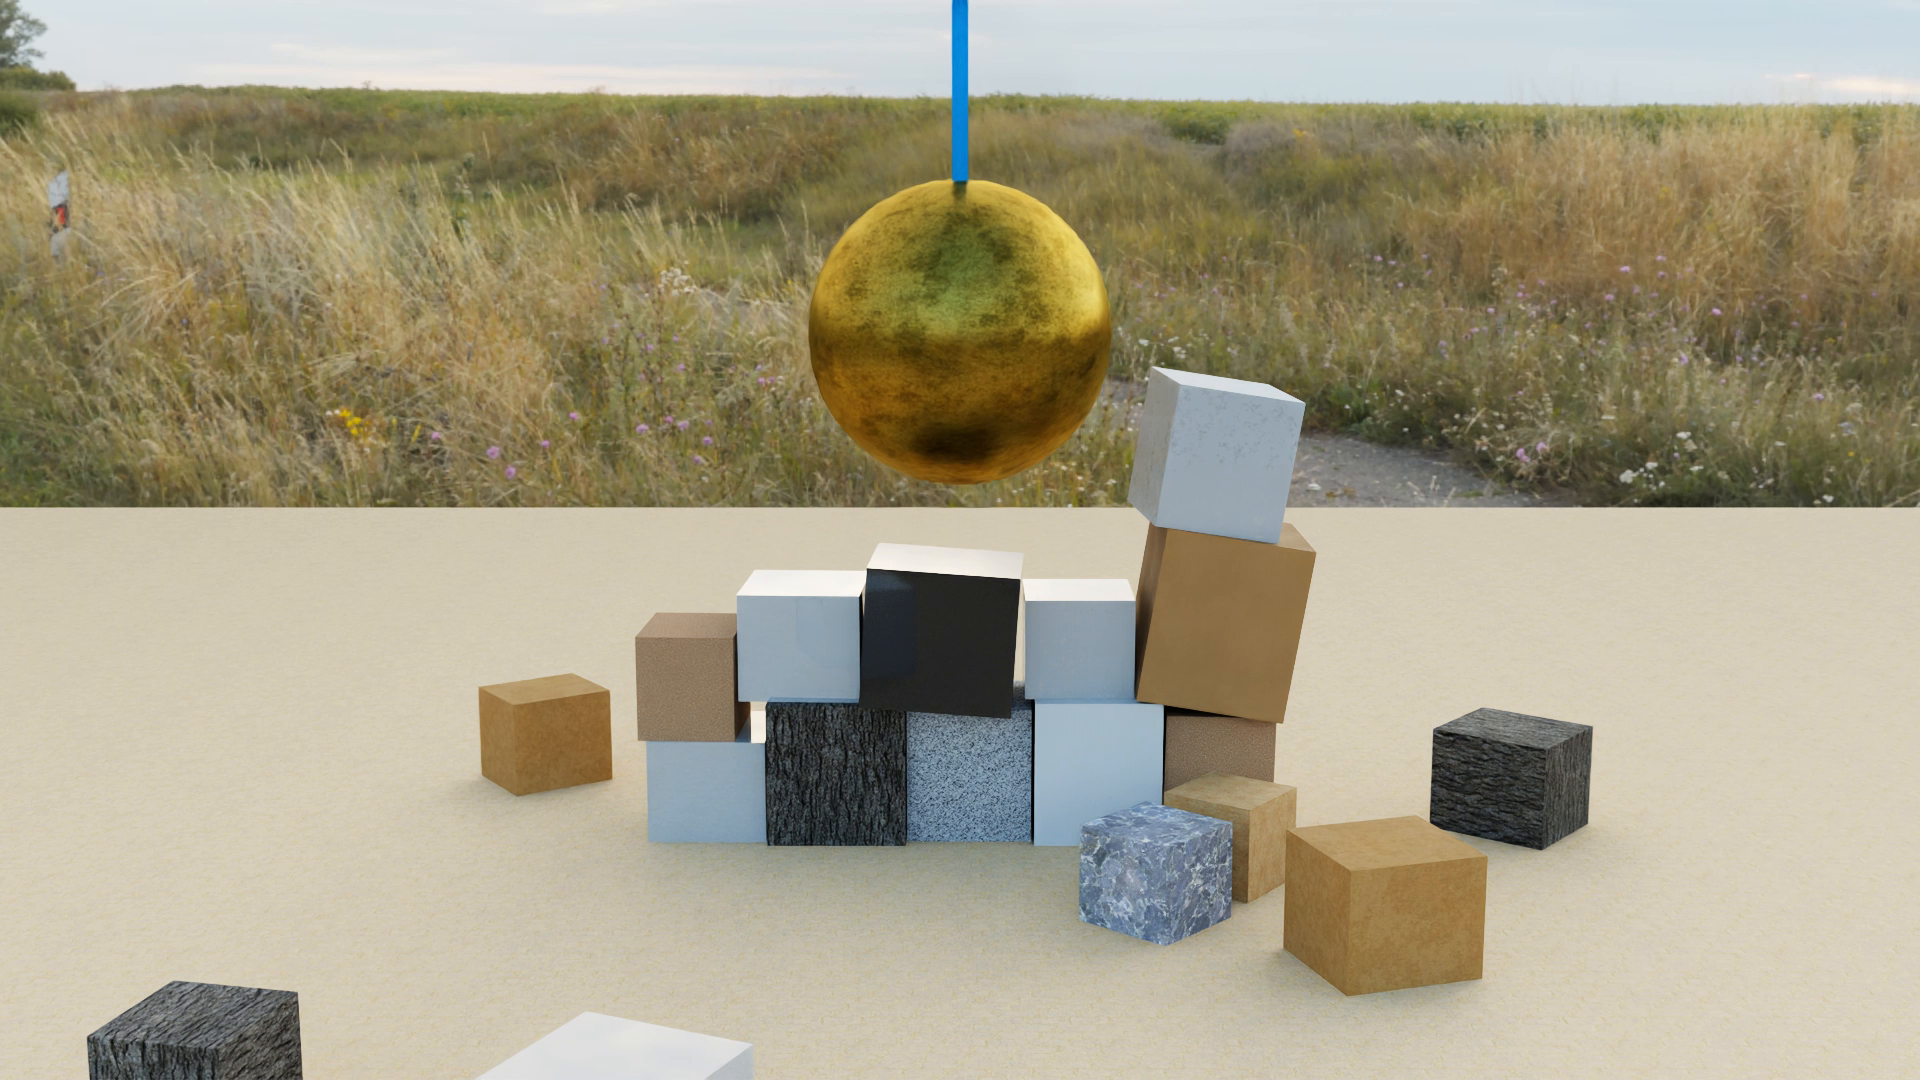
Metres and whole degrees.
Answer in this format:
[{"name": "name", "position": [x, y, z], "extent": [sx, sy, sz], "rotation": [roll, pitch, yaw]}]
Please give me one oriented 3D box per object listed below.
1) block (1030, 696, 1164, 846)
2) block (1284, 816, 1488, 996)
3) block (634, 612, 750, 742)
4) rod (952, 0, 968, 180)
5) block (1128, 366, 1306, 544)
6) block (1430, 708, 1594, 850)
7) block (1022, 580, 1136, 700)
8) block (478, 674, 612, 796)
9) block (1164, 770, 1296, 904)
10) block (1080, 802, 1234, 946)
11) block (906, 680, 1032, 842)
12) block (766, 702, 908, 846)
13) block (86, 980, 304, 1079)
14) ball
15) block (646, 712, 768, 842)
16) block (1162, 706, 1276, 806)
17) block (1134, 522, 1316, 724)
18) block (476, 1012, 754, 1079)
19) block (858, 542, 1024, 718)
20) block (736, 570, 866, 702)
[{"name": "block", "position": [0.695, 1.117, 11.364], "extent": [0.641, 0.736, 0.694], "rotation": [0, 10, 0]}, {"name": "block", "position": [1.820, 1.561, 9.462], "extent": [0.639, 0.543, 0.596], "rotation": [-3, 11, -18]}, {"name": "block", "position": [-1.365, 0.699, 11.312], "extent": [0.491, 0.535, 0.587], "rotation": [0, 10, 3]}, {"name": "rod", "position": [0.000, -4.362, 10.635], "extent": [0.080, 5.200, 0.080], "rotation": [0, 16, 0]}, {"name": "block", "position": [1.280, -0.438, 11.103], "extent": [0.632, 0.707, 0.725], "rotation": [8, 10, -8]}, {"name": "block", "position": [2.850, 1.223, 11.373], "extent": [0.618, 0.524, 0.569], "rotation": [8, 13, 38]}, {"name": "block", "position": [0.602, 0.502, 11.278], "extent": [0.549, 0.506, 0.547], "rotation": [0, 10, 0]}, {"name": "block", "position": [-2.305, 1.074, 12.231], "extent": [0.570, 0.511, 0.485], "rotation": [-7, 12, -34]}, {"name": "block", "position": [1.291, 1.414, 10.521], "extent": [0.464, 0.453, 0.456], "rotation": [8, 13, 36]}, {"name": "block", "position": [0.891, 1.509, 10.007], "extent": [0.494, 0.451, 0.493], "rotation": [9, 14, 41]}, {"name": "block", "position": [0.047, 1.136, 11.395], "extent": [0.627, 0.687, 0.617], "rotation": [0, 10, 0]}, {"name": "block", "position": [-0.620, 1.121, 11.380], "extent": [0.697, 0.723, 0.735], "rotation": [0, 10, 0]}, {"name": "block", "position": [-2.687, 1.900, 7.766], "extent": [0.501, 0.482, 0.527], "rotation": [2, 11, 13]}, {"name": "ball", "position": [0.000, -1.089, 11.553], "extent": [1.600, 1.600, 1.600], "rotation": [0, 10, 0]}, {"name": "block", "position": [-1.280, 1.220, 11.401], "extent": [0.597, 0.521, 0.621], "rotation": [0, 10, 0]}, {"name": "block", "position": [1.308, 1.152, 11.397], "extent": [0.552, 0.645, 0.615], "rotation": [1, 10, 0]}, {"name": "block", "position": [1.313, 0.356, 11.260], "extent": [0.741, 0.880, 0.825], "rotation": [9, 10, -2]}, {"name": "block", "position": [-1.118, 1.970, 7.084], "extent": [0.655, 0.589, 0.681], "rotation": [5, 11, 25]}, {"name": "block", "position": [-0.086, 0.448, 11.148], "extent": [0.755, 0.706, 0.699], "rotation": [4, 10, 2]}, {"name": "block", "position": [-0.792, 0.488, 11.317], "extent": [0.613, 0.546, 0.650], "rotation": [0, 10, 3]}]
